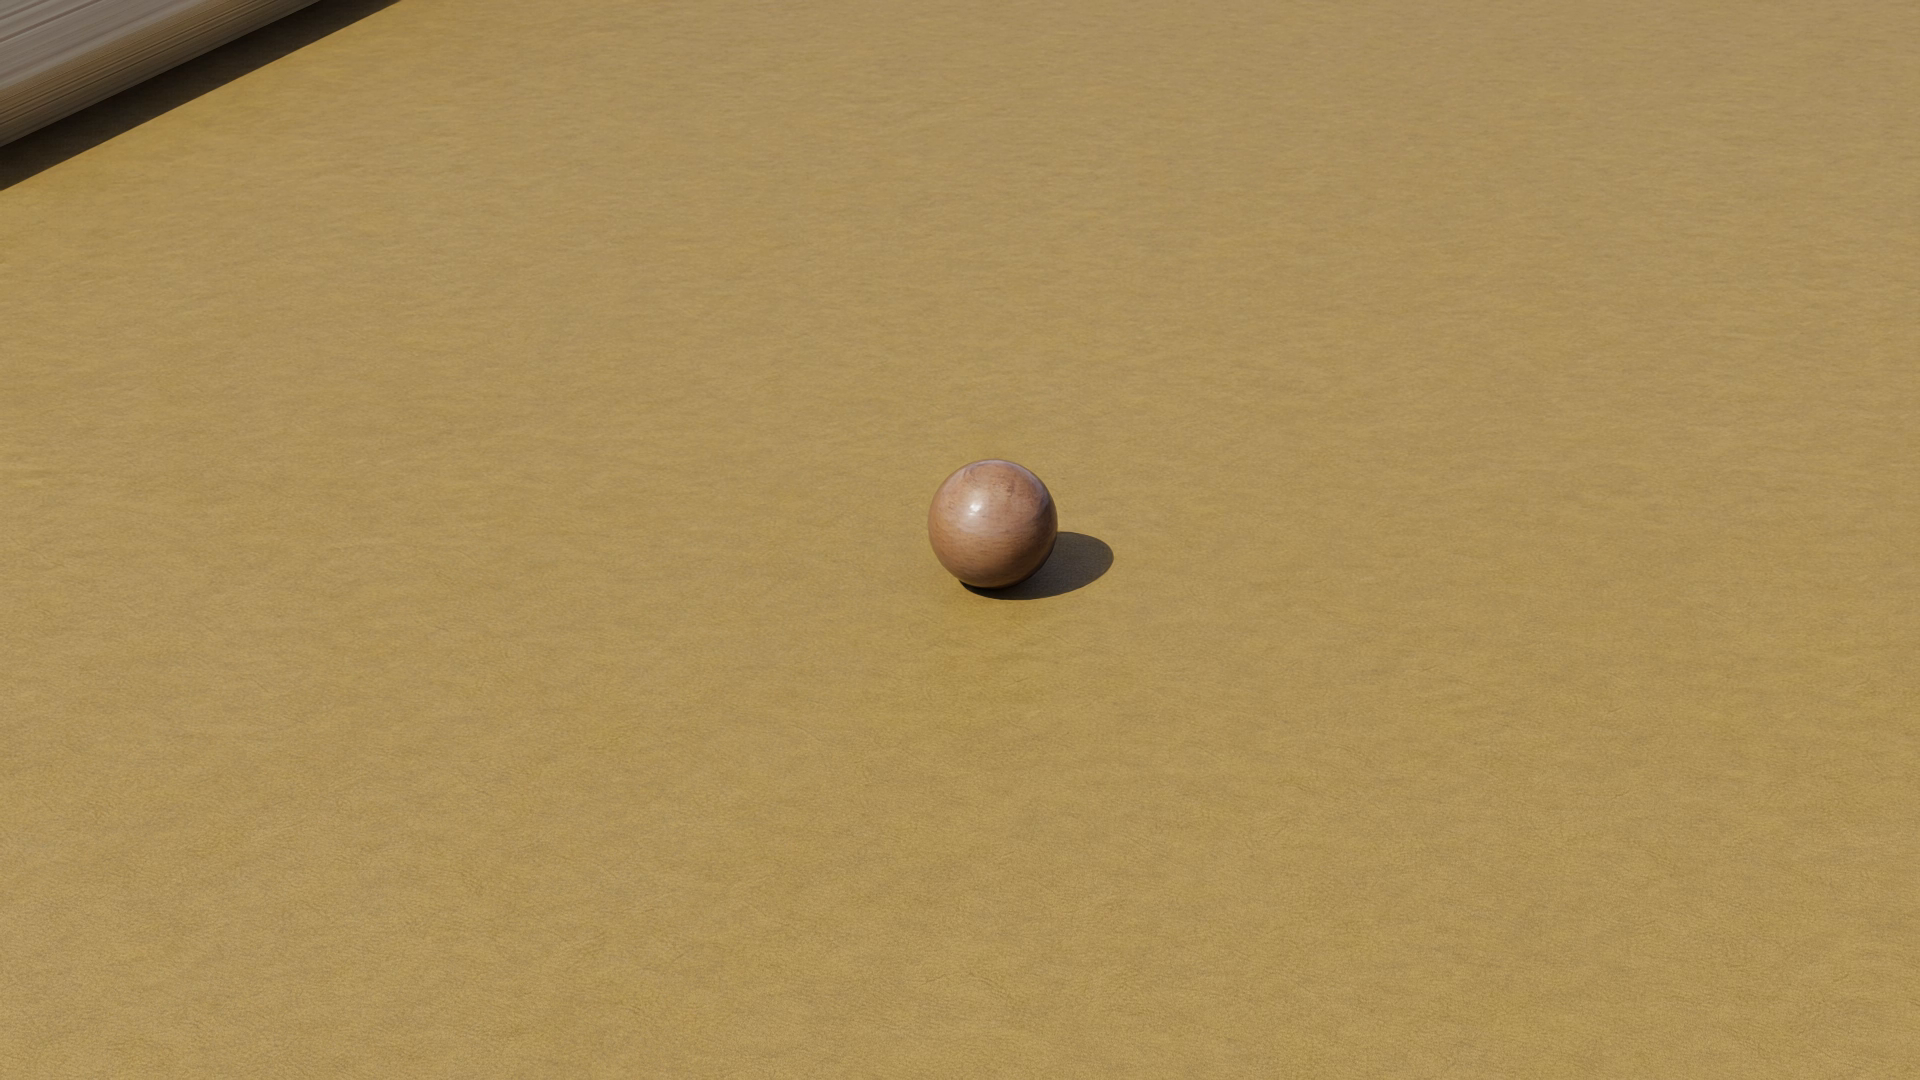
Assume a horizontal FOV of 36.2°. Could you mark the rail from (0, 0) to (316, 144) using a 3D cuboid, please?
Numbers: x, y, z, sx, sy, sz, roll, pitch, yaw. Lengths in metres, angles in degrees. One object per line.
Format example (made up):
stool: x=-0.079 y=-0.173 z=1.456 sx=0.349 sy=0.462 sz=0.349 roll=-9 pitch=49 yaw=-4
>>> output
rail: x=-0.539 y=-0.606 z=2.828 sx=0.045 sy=0.121 sz=3.677 roll=12 pitch=30 yaw=22

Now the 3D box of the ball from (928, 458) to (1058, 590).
ball: x=0.019 y=-0.009 z=1.730 sx=0.077 sy=0.077 sz=0.077 roll=0 pitch=27 yaw=0
